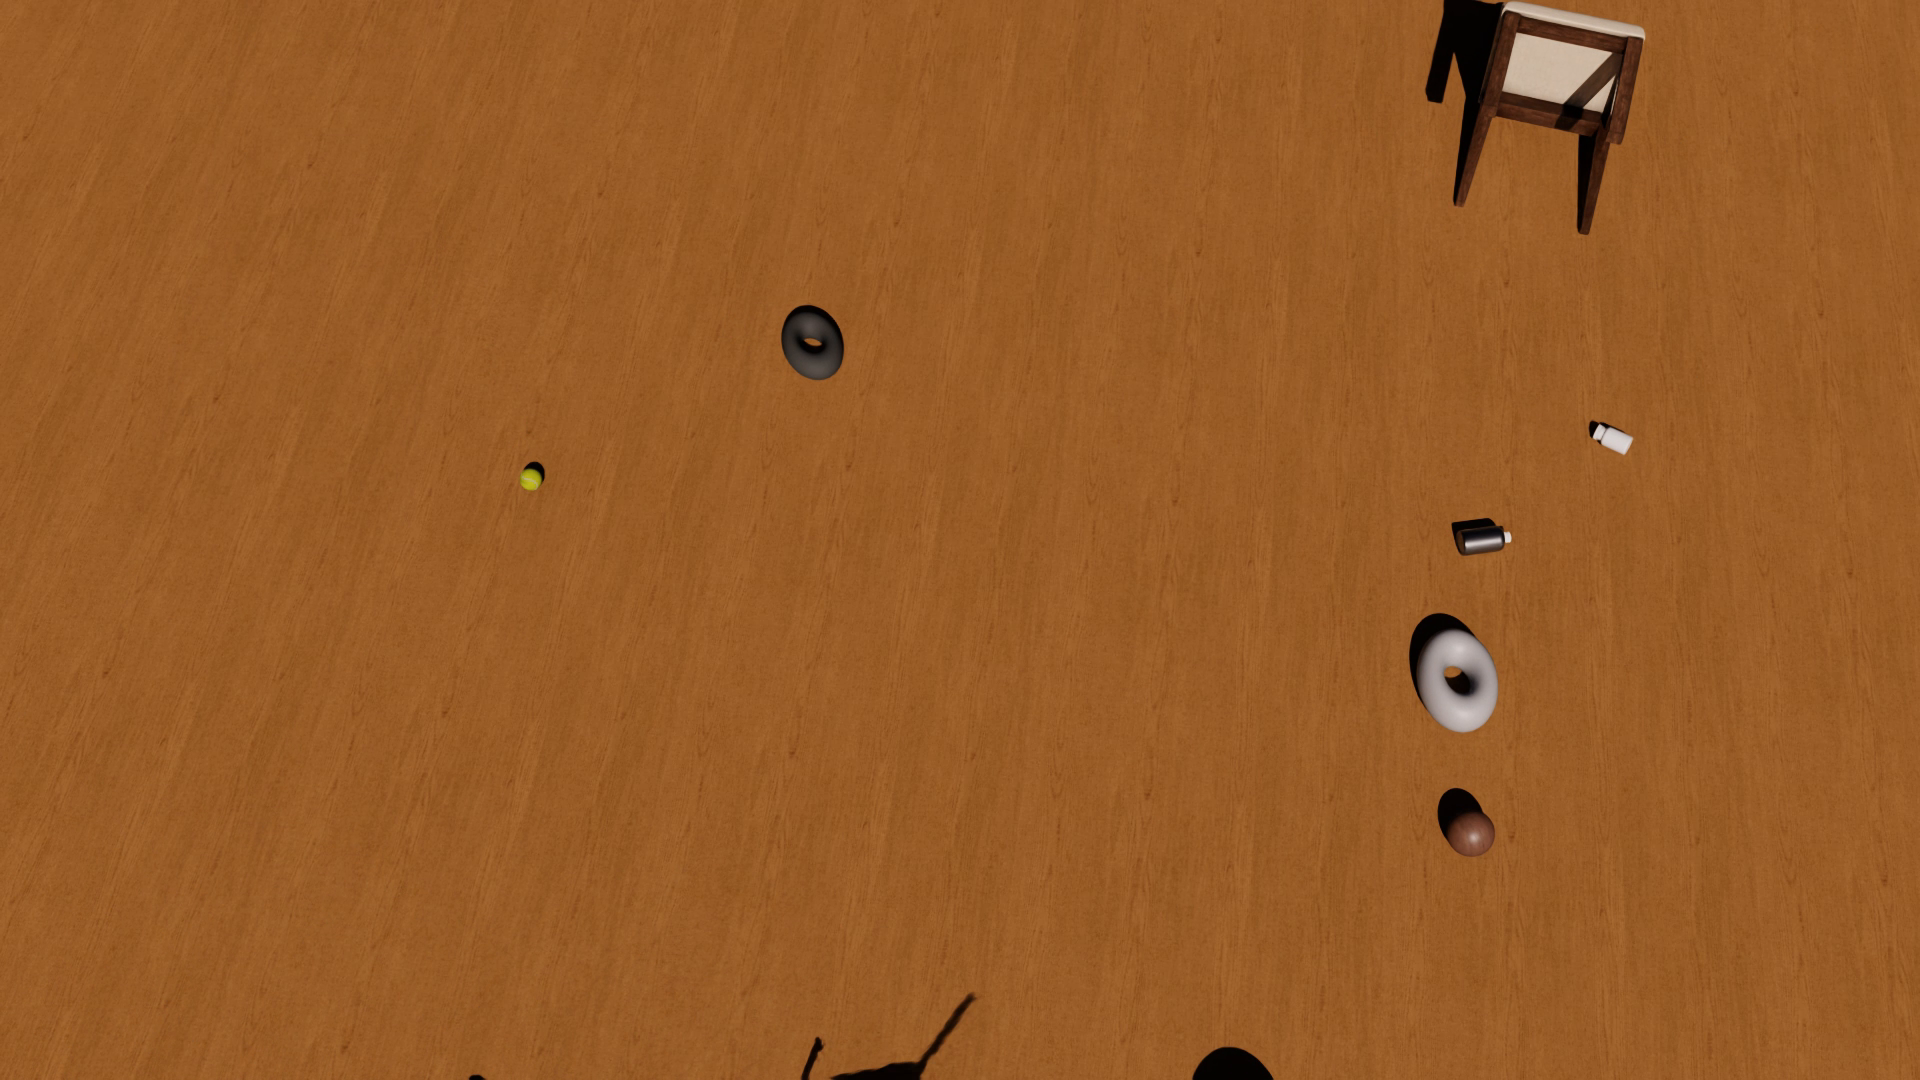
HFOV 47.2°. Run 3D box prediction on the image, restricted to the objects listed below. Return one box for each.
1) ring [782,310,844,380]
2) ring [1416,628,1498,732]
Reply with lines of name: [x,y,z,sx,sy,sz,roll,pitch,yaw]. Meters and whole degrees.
ring: [-0.466,-0.614,6.931,0.187,0.092,0.266,-17,57,-13]
ring: [1.410,0.397,6.238,0.227,0.119,0.321,-1,57,-2]
